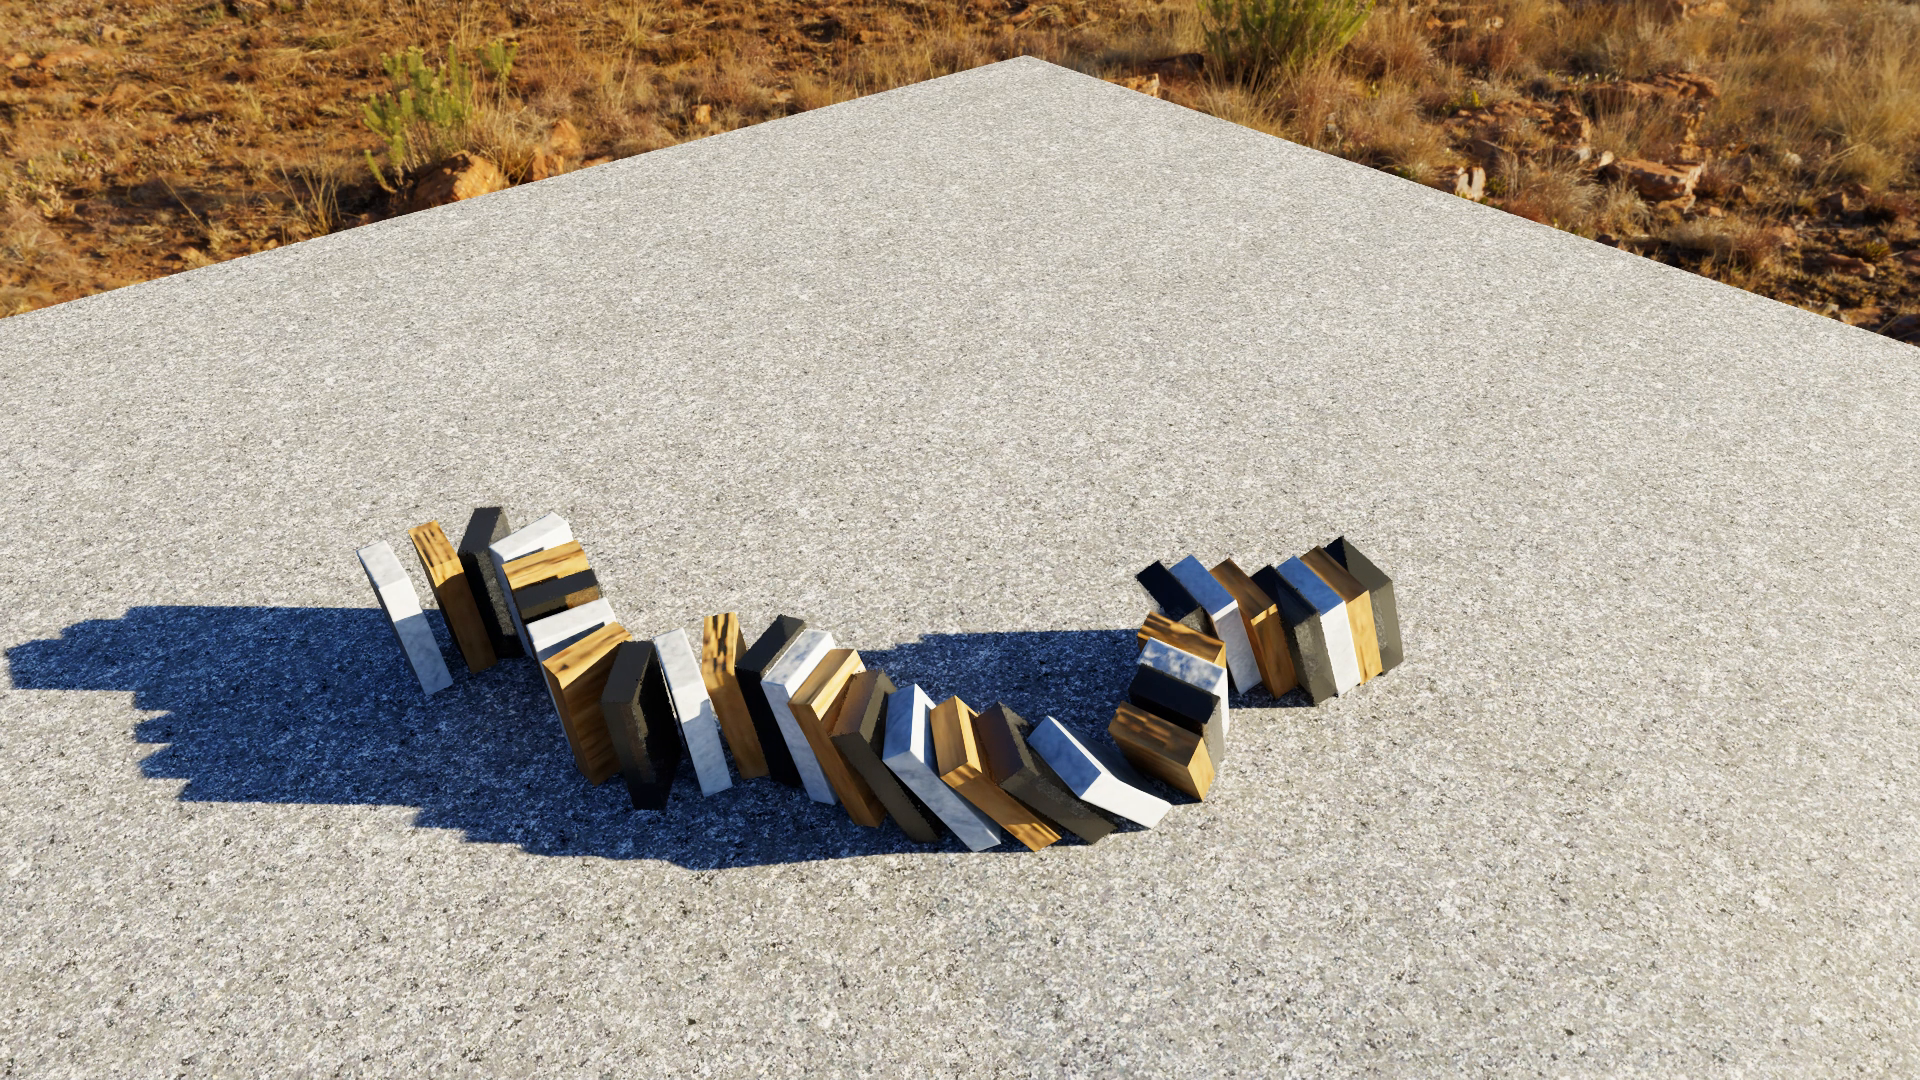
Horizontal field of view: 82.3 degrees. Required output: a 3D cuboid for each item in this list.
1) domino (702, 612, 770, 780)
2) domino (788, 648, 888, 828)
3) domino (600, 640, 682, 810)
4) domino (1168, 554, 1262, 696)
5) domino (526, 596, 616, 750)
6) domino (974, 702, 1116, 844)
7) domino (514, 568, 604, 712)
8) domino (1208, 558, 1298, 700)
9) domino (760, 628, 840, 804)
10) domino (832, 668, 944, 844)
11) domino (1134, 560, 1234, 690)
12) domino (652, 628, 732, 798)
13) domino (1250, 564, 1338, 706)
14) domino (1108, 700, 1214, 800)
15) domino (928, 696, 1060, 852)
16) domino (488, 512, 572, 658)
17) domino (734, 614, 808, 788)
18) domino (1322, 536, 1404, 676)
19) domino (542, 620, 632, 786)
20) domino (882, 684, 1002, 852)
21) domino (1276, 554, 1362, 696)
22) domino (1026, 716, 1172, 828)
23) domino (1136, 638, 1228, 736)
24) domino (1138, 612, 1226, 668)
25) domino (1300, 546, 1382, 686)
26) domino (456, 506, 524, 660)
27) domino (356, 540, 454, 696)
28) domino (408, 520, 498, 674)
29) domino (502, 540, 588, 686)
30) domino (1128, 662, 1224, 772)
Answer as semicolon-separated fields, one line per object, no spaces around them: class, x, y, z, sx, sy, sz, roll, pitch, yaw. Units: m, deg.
domino;-0.070;0.050;0.350;0.010;0.050;0.025;-10;40;-2
domino;-0.032;0.061;0.337;0.009;0.050;0.025;-3;33;34
domino;-0.098;0.058;0.341;0.010;0.050;0.025;0;39;2
domino;0.088;0.030;0.376;0.009;0.050;0.025;-33;45;-2
domino;-0.121;0.044;0.358;0.025;0.050;0.009;-21;44;-23
domino;0.026;0.070;0.330;0.010;0.050;0.025;-39;40;13
domino;-0.129;0.035;0.369;0.025;0.050;0.009;-20;43;-22
domino;0.100;0.031;0.374;0.010;0.050;0.025;-33;45;-2
domino;-0.044;0.055;0.343;0.009;0.050;0.025;5;37;29
domino;-0.019;0.066;0.332;0.009;0.050;0.025;-15;33;25
domino;0.077;0.031;0.374;0.010;0.050;0.025;-35;45;-1
domino;-0.084;0.054;0.345;0.009;0.050;0.025;-18;43;-17
domino;0.113;0.033;0.372;0.009;0.050;0.025;-33;45;-2
domino;0.062;0.065;0.334;0.025;0.050;0.010;23;75;25
domino;0.011;0.070;0.329;0.009;0.050;0.025;-33;37;16
domino;-0.147;0.017;0.390;0.010;0.050;0.025;28;47;30
domino;-0.054;0.051;0.348;0.009;0.050;0.025;10;40;25
domino;0.140;0.023;0.383;0.010;0.050;0.025;-33;45;-2
domino;-0.112;0.052;0.348;0.009;0.050;0.025;31;48;33
domino;-0.004;0.069;0.329;0.010;0.050;0.025;-25;35;20
domino;0.122;0.030;0.375;0.009;0.050;0.025;-33;45;-2
domino;0.042;0.070;0.330;0.010;0.050;0.025;-50;50;5
domino;0.072;0.050;0.351;0.025;0.050;0.009;23;68;25
domino;0.073;0.043;0.359;0.025;0.050;0.009;23;68;25
domino;0.131;0.027;0.379;0.010;0.050;0.025;-33;45;-2
domino;-0.164;0.016;0.392;0.009;0.050;0.025;-3;39;-4
domino;-0.191;0.027;0.378;0.009;0.050;0.025;-27;47;-29
domino;-0.178;0.021;0.386;0.010;0.050;0.025;-25;46;-27
domino;-0.138;0.026;0.380;0.025;0.050;0.009;-22;44;-24
domino;0.068;0.057;0.343;0.025;0.050;0.010;23;69;25
